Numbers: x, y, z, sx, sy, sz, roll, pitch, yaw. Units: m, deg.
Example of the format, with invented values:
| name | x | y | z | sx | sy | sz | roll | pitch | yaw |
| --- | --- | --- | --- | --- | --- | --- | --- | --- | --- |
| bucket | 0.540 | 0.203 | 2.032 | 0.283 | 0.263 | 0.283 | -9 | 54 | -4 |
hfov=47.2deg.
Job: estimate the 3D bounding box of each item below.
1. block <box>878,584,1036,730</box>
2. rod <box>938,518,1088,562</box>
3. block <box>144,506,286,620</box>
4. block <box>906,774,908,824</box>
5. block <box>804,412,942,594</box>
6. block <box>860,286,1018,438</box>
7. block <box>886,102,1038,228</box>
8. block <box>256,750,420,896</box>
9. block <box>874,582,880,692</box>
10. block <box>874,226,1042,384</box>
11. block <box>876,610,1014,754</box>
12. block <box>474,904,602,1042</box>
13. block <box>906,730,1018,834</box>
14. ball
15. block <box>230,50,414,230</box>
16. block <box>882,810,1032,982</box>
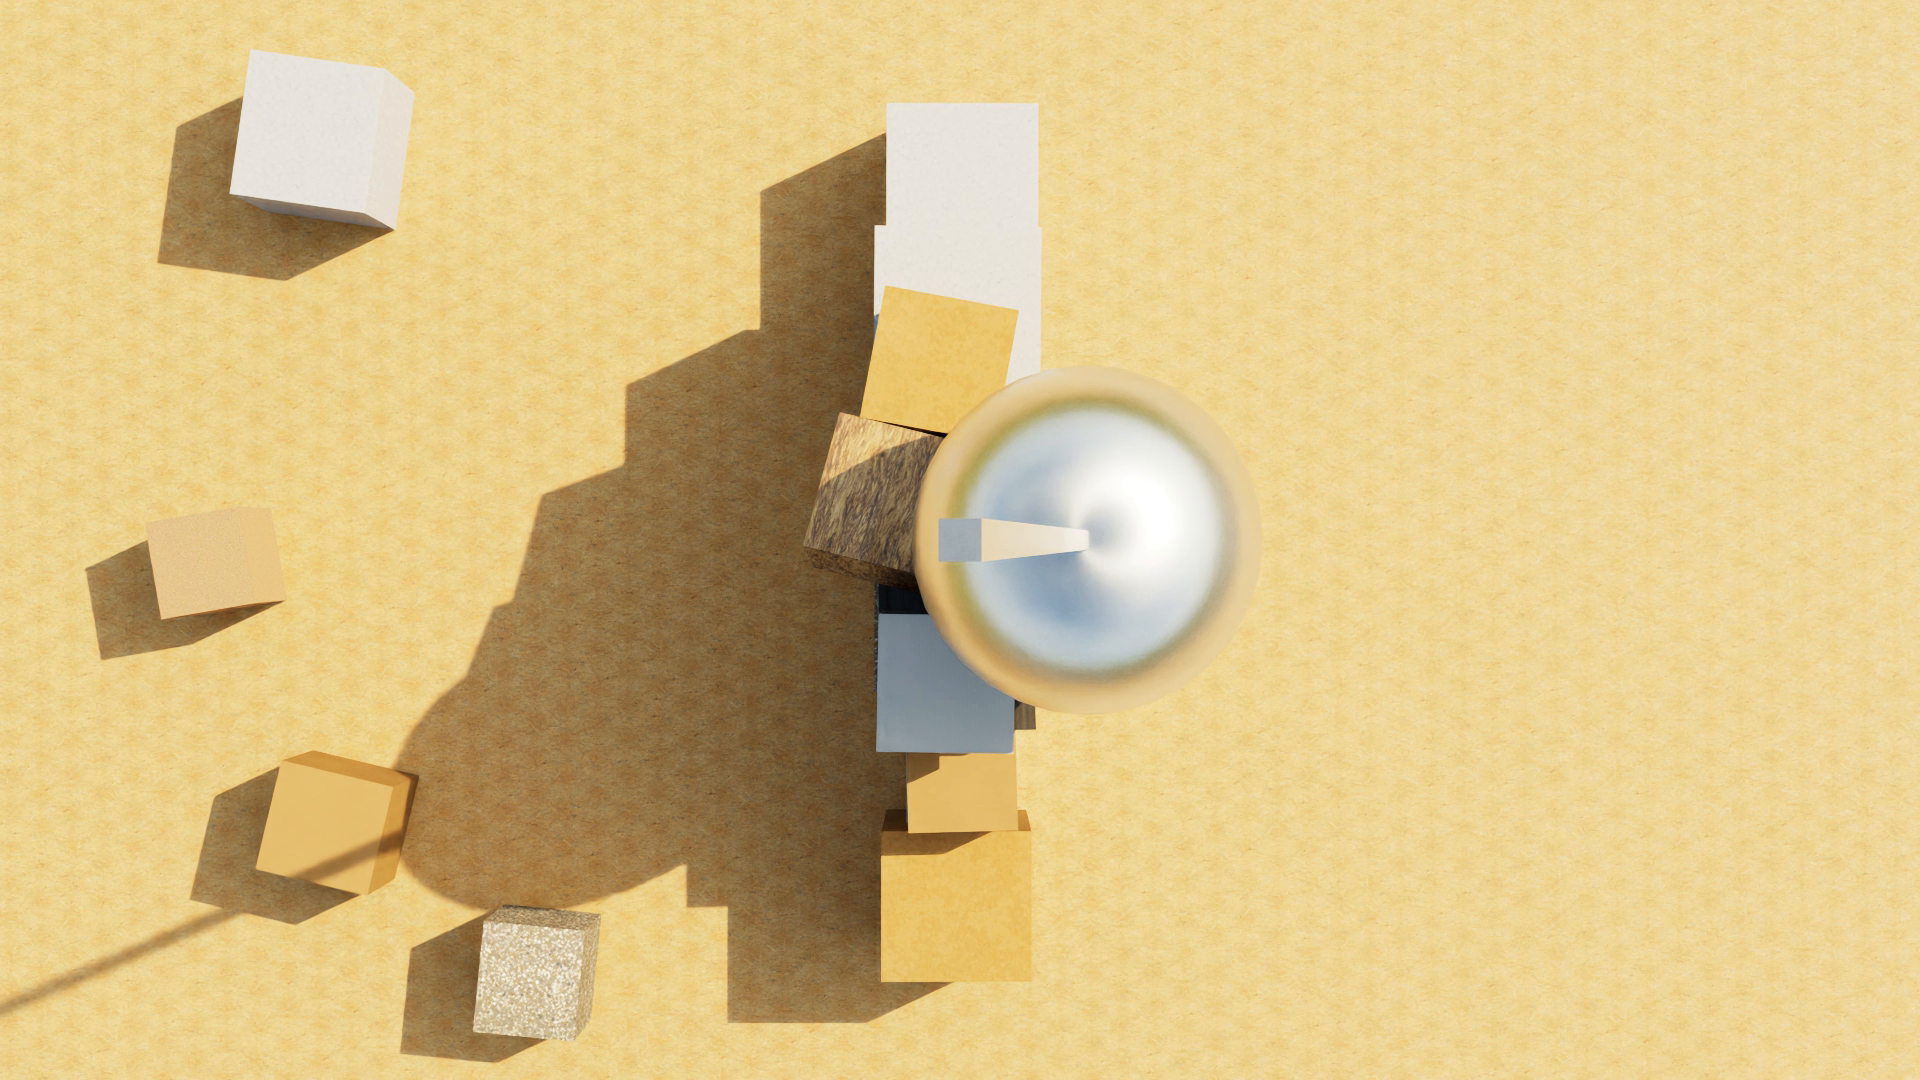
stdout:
| name | x | y | z | sx | sy | sz | roll | pitch | yaw |
| --- | --- | --- | --- | --- | --- | --- | --- | --- | --- |
| block | -0.015 | 0.576 | 11.659 | 0.787 | 0.849 | 0.806 | -1 | 90 | 0 |
| rod | 0.249 | 0.000 | 6.656 | 0.080 | 5.200 | 0.080 | 0 | 90 | 6 |
| block | -4.290 | 0.129 | 12.706 | 0.537 | 0.588 | 0.553 | -10 | 90 | 0 |
| block | 0.007 | 1.213 | 12.644 | 0.615 | 0.712 | 0.741 | 0 | 90 | 0 |
| block | -0.306 | -0.153 | 10.978 | 0.749 | 0.610 | 0.685 | 14 | 80 | 4 |
| block | -0.105 | -0.835 | 11.085 | 0.671 | 0.590 | 0.669 | 11 | 84 | 0 |
| block | 0.014 | -1.995 | 12.601 | 0.843 | 0.798 | 0.860 | 0 | 90 | 0 |
| block | -3.583 | 1.623 | 12.698 | 0.647 | 0.605 | 0.629 | 13 | 90 | 0 |
| block | 0.001 | 0.384 | 12.541 | 0.944 | 0.917 | 0.900 | 0 | 90 | 0 |
| block | -0.013 | -1.216 | 11.781 | 0.866 | 0.734 | 0.825 | 1 | 90 | 0 |
| block | -0.068 | 0.699 | 10.958 | 0.666 | 0.554 | 0.669 | 1 | 90 | 0 |
| block | -2.435 | 2.493 | 12.711 | 0.573 | 0.579 | 0.628 | 6 | 90 | 0 |
| block | 0.010 | 1.260 | 11.951 | 0.579 | 0.674 | 0.562 | -1 | 90 | 0 |
| ball | 0.576 | 0.000 | 10.040 | 1.600 | 1.600 | 1.600 | 0 | 90 | 0 |
| block | -3.657 | -2.292 | 12.662 | 0.763 | 0.676 | 0.817 | 8 | 90 | 0 |
| block | -0.020 | 2.004 | 12.513 | 0.822 | 0.974 | 0.823 | 0 | 90 | 0 |
